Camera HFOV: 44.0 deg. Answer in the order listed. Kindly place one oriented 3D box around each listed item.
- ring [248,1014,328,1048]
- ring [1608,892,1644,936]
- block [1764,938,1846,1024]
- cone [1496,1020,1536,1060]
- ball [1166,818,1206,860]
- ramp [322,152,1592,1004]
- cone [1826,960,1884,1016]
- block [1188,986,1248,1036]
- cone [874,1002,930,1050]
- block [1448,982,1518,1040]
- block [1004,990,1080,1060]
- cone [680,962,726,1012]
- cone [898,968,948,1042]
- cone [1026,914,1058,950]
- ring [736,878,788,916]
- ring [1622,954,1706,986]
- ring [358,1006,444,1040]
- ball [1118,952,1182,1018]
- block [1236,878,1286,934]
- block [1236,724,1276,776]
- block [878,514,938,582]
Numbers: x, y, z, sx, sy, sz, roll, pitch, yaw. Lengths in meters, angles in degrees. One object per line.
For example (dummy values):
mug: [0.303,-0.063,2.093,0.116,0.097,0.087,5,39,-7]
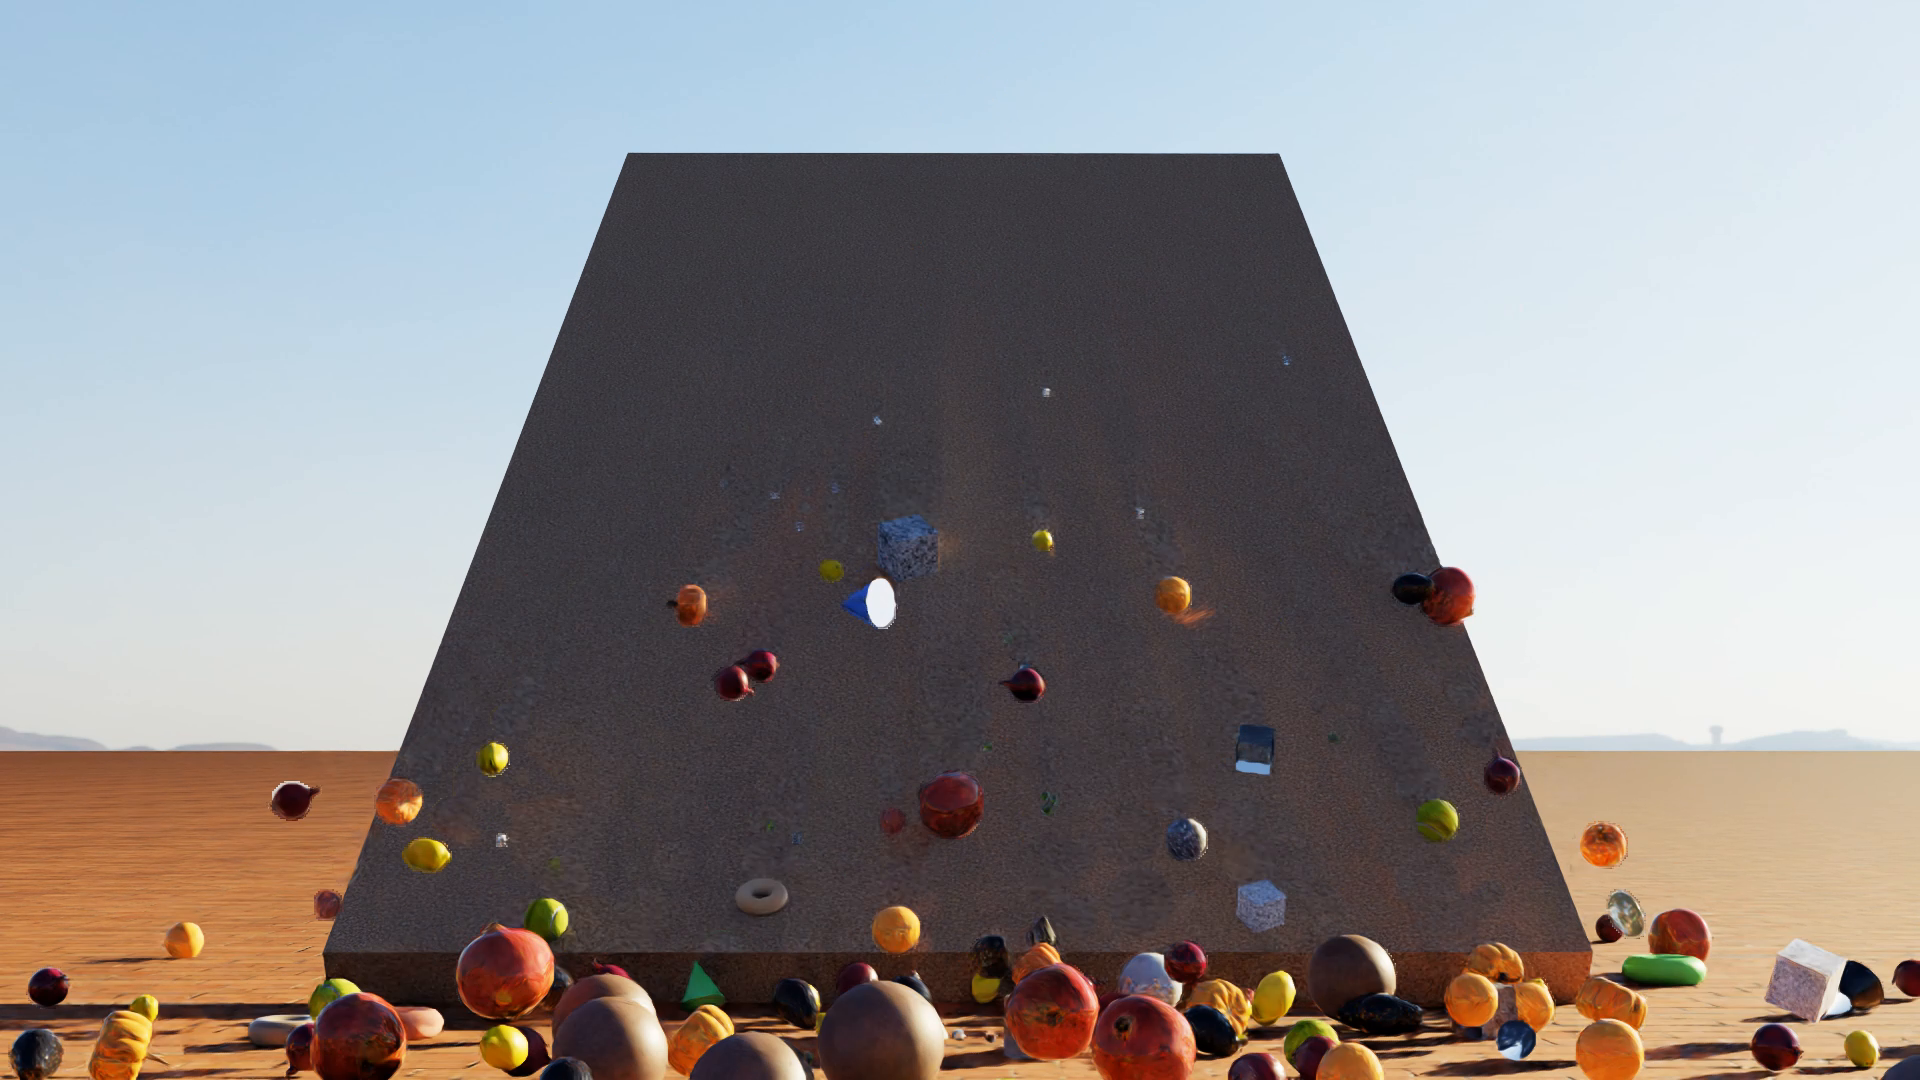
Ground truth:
ring: [-0.925,0.676,3.271,0.107,0.036,0.107,1,-4,0]
ring: [1.060,0.595,3.779,0.025,0.076,0.076,-21,0,-14]
block: [1.185,0.617,3.331,0.074,0.074,0.074,22,24,32]
cone: [0.740,0.663,3.129,0.052,0.052,0.052,-3,-22,29]
ball: [0.376,0.498,3.960,0.068,0.068,0.068,0,-5,0]
ramp: [-0.011,-0.225,5.540,2.000,0.100,4.000,0,27,0]
cone: [1.349,0.704,3.635,0.090,0.090,0.090,-29,14,-35]
block: [0.369,0.674,3.404,0.062,0.062,0.062,2,-5,-20]
cone: [-0.068,0.651,3.108,0.067,0.067,0.067,28,2,14]
block: [0.738,0.663,3.351,0.066,0.066,0.066,-5,-2,-26]
block: [0.109,0.643,3.155,0.080,0.080,0.080,-2,-5,19]
cone: [-0.395,0.668,3.596,0.070,0.070,0.070,-11,-28,-6]
cone: [-0.064,0.651,3.346,0.097,0.097,0.097,0,-5,0]
cone: [0.132,0.611,3.756,0.050,0.050,0.050,4,28,-2]
ring: [-0.320,0.577,3.847,0.084,0.028,0.084,0,27,0]
ring: [1.216,0.742,4.105,0.140,0.047,0.140,1,-5,0]
ring: [-0.789,0.681,3.350,0.118,0.039,0.118,1,-5,0]
ball: [0.281,0.657,3.508,0.095,0.095,0.095,0,-5,0]
block: [0.482,0.586,3.805,0.055,0.055,0.055,-13,30,-24]
block: [0.523,0.371,4.214,0.061,0.061,0.061,6,28,11]
block: [-0.107,0.017,4.861,0.093,0.093,0.093,-13,30,-24]
